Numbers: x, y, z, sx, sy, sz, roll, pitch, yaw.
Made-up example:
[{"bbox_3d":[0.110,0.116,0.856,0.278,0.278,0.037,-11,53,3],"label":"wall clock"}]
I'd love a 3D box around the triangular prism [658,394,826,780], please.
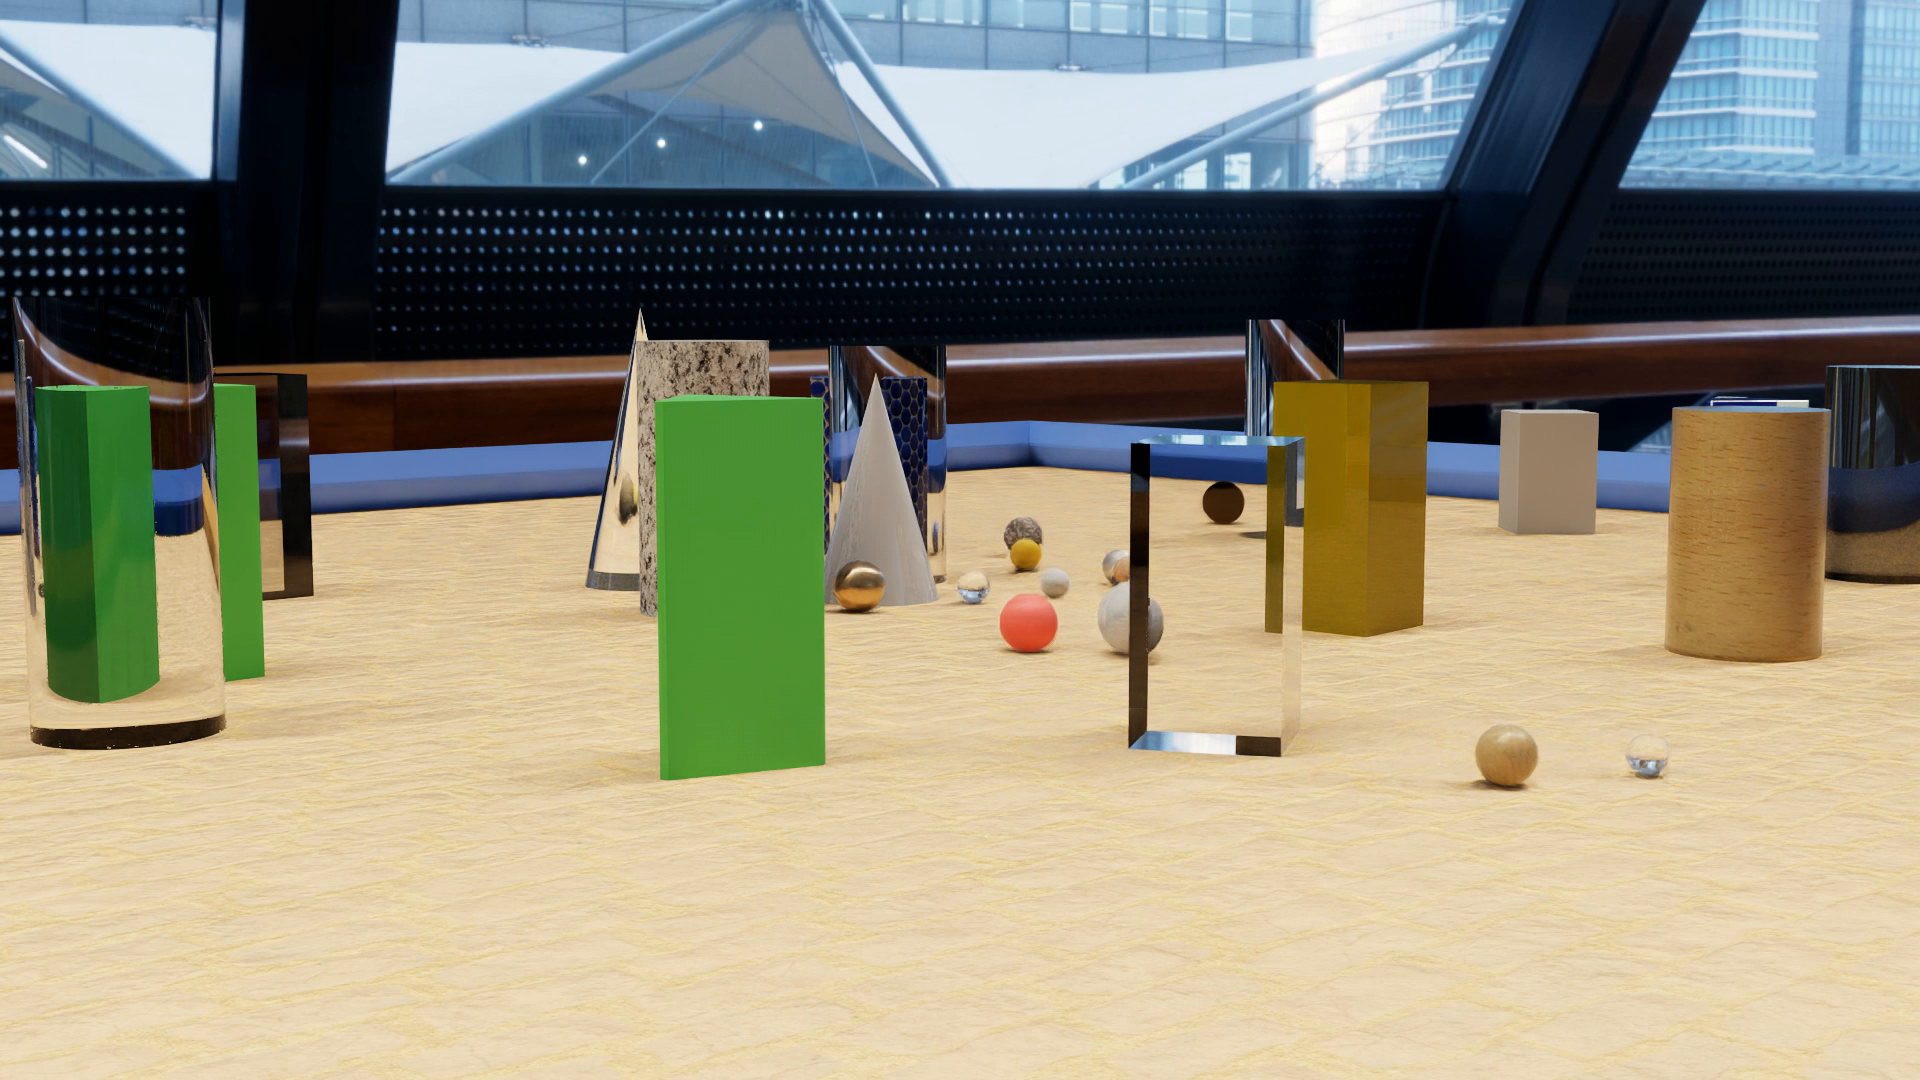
[{"bbox_3d":[-0.239,0.039,2.168,0.168,0.359,0.145,-3,7,-27],"label":"triangular prism"}]

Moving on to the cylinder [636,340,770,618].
[{"bbox_3d":[-0.376,-0.093,3.235,0.193,0.398,0.193,0,6,0],"label":"cylinder"}]

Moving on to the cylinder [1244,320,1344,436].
[{"bbox_3d":[0.662,-0.225,4.366,0.193,0.424,0.193,0,6,0],"label":"cylinder"}]

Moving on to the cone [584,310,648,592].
[{"bbox_3d":[-0.513,-0.151,3.553,0.193,0.447,0.193,0,6,0],"label":"cone"}]

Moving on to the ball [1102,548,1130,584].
[{"bbox_3d":[0.259,0.043,3.565,0.058,0.058,0.058,0,6,0],"label":"ball"}]

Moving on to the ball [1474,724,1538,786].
[{"bbox_3d":[0.512,0.201,2.060,0.058,0.058,0.058,0,6,0],"label":"ball"}]

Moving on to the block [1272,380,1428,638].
[{"bbox_3d":[0.545,-0.050,3.082,0.155,0.344,0.155,5,8,41],"label":"block"}]

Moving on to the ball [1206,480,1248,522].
[{"bbox_3d":[0.564,-0.084,4.632,0.088,0.088,0.088,0,6,0],"label":"ball"}]

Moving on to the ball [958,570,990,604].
[{"bbox_3d":[0.021,0.071,3.339,0.050,0.050,0.050,0,6,0],"label":"ball"}]

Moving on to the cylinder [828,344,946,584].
[{"bbox_3d":[-0.118,-0.126,3.609,0.193,0.386,0.193,0,6,0],"label":"cylinder"}]

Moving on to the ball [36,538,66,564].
[{"bbox_3d":[-1.595,0.018,3.860,0.046,0.046,0.046,0,6,0],"label":"ball"}]

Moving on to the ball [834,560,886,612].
[{"bbox_3d":[-0.147,0.068,3.236,0.077,0.077,0.077,0,6,0],"label":"ball"}]

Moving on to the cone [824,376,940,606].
[{"bbox_3d":[-0.129,-0.083,3.380,0.193,0.348,0.193,0,6,0],"label":"cone"}]

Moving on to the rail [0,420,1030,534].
[{"bbox_3d":[-1.374,-0.123,4.813,4.325,0.126,0.045,-6,8,-42],"label":"rail"}]

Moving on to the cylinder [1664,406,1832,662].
[{"bbox_3d":[1.022,-0.012,2.857,0.193,0.316,0.193,0,6,0],"label":"cylinder"}]

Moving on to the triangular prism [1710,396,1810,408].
[{"bbox_3d":[1.283,-0.085,3.633,0.168,0.299,0.145,-1,6,-5],"label":"triangular prism"}]

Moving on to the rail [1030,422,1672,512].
[{"bbox_3d":[1.572,-0.119,4.774,0.045,0.126,4.098,-6,8,-42],"label":"rail"}]

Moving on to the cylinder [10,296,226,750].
[{"bbox_3d":[-0.878,-0.024,2.300,0.193,0.457,0.193,0,6,0],"label":"cylinder"}]

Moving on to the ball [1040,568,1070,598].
[{"bbox_3d":[0.146,0.066,3.401,0.047,0.047,0.047,0,6,0],"label":"ball"}]

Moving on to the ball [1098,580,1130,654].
[{"bbox_3d":[0.226,0.100,2.841,0.097,0.097,0.097,0,6,0],"label":"ball"}]

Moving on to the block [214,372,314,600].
[{"bbox_3d":[-1.116,-0.084,3.409,0.155,0.344,0.155,-6,8,-44],"label":"block"}]

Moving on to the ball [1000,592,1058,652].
[{"bbox_3d":[0.089,0.107,2.868,0.077,0.077,0.077,0,6,0],"label":"ball"}]

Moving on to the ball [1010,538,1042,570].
[{"bbox_3d":[0.112,0.025,3.750,0.055,0.055,0.055,0,6,0],"label":"ball"}]

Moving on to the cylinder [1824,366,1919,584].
[{"bbox_3d":[1.531,-0.112,3.644,0.193,0.350,0.193,0,6,0],"label":"cylinder"}]

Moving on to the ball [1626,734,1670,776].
[{"bbox_3d":[0.658,0.205,2.106,0.040,0.040,0.040,0,6,0],"label":"ball"}]

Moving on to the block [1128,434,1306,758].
[{"bbox_3d":[0.266,0.052,2.271,0.155,0.311,0.155,2,6,16],"label":"block"}]

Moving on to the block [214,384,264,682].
[{"bbox_3d":[-0.954,-0.009,2.651,0.155,0.353,0.155,6,8,43],"label":"block"}]

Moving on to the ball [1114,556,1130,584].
[{"bbox_3d":[0.271,0.052,3.507,0.054,0.054,0.054,0,6,0],"label":"ball"}]

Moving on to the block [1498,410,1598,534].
[{"bbox_3d":[1.182,-0.138,4.424,0.155,0.240,0.155,0,6,0],"label":"block"}]

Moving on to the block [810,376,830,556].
[{"bbox_3d":[-0.197,-0.141,4.058,0.155,0.321,0.155,0,6,-5],"label":"block"}]

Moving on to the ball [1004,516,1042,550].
[{"bbox_3d":[0.114,-0.007,3.983,0.070,0.070,0.070,0,6,0],"label":"ball"}]
